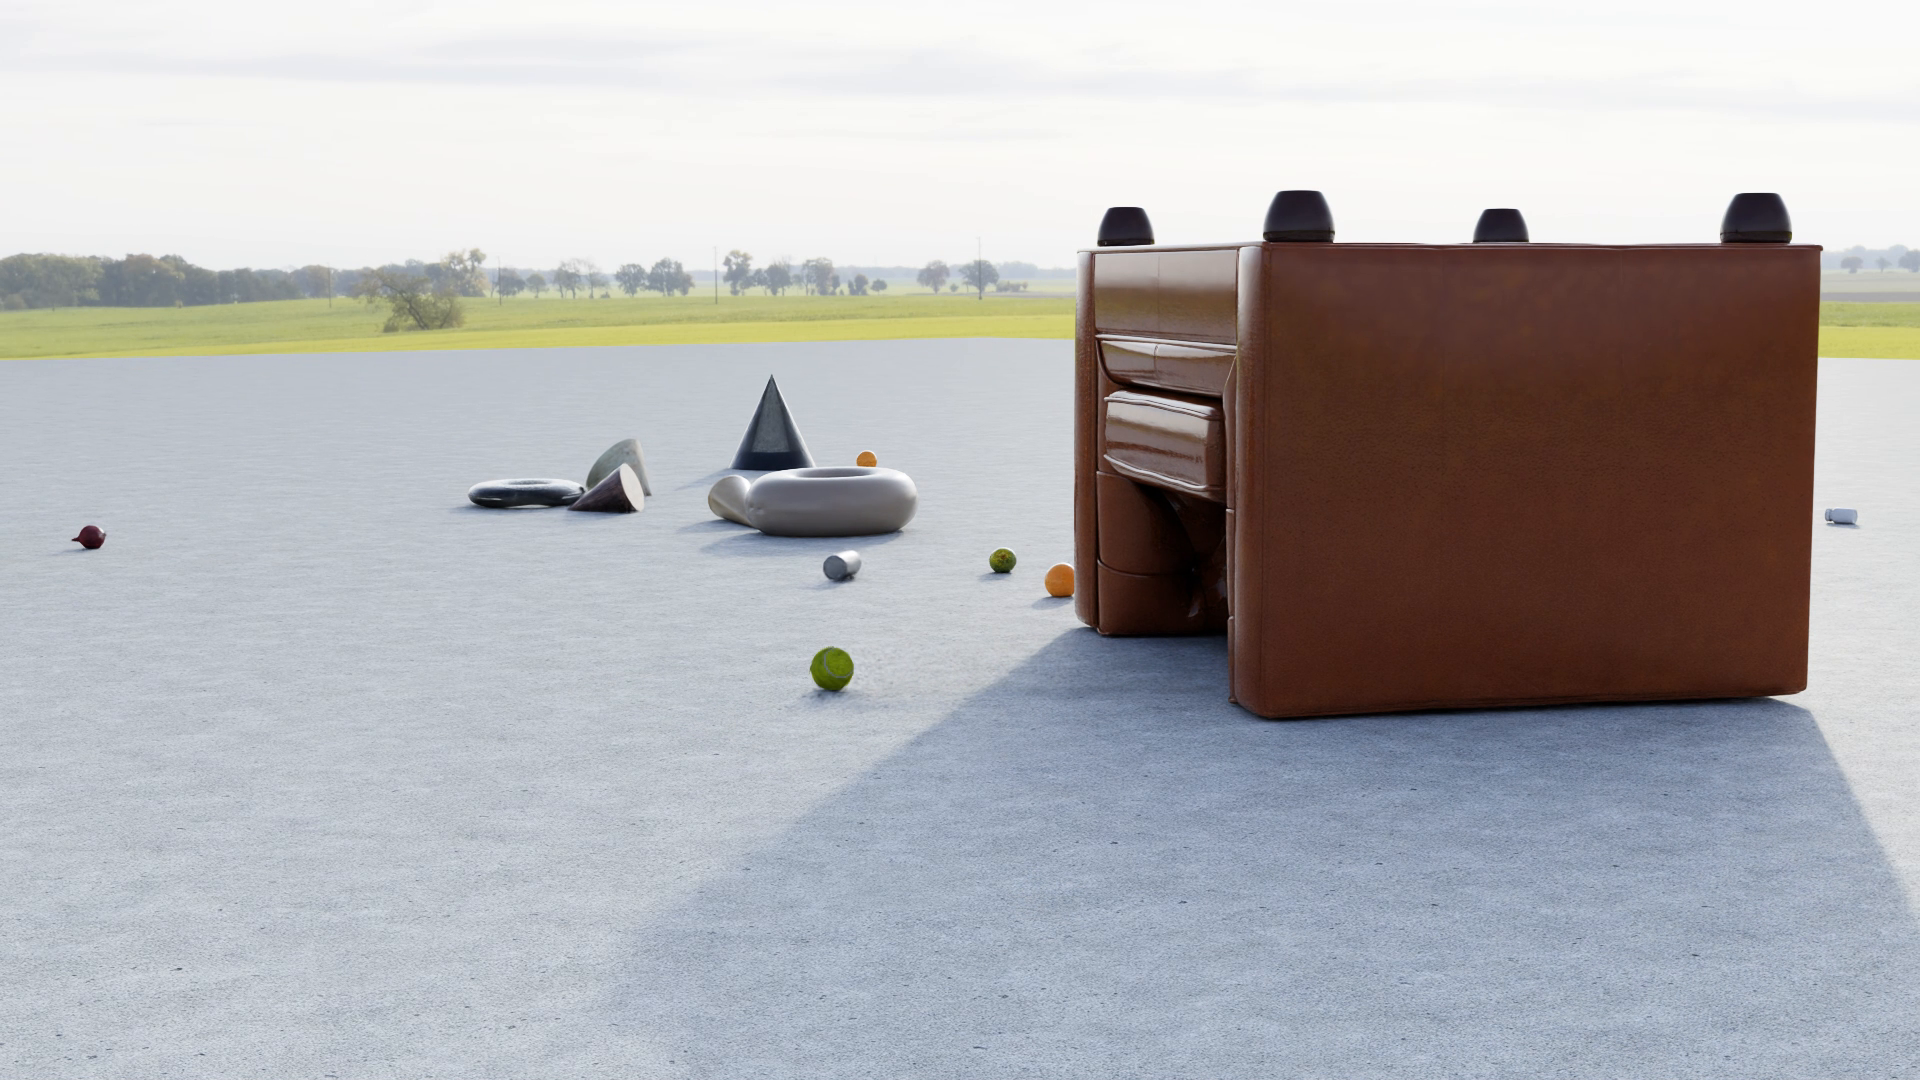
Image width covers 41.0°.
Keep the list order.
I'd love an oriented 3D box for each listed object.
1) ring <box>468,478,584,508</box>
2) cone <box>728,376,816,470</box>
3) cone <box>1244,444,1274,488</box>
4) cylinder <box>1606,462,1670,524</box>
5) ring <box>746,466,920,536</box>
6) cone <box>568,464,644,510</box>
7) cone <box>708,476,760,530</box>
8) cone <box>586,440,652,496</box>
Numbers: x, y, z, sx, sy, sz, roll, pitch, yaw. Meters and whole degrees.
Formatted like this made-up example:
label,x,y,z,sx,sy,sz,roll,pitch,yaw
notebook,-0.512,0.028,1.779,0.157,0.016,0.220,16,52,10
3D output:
label,x,y,z,sx,sy,sz,roll,pitch,yaw
ring,-1.252,-0.135,7.412,0.314,0.066,0.389,3,6,21
cone,-0.646,-0.411,8.826,0.303,0.323,0.326,-2,6,-17
cone,0.936,-0.236,8.011,0.092,0.142,0.074,1,6,6
cylinder,1.824,-0.129,6.891,0.162,0.158,0.132,-4,5,17
ring,-0.329,-0.099,6.631,0.479,0.154,0.385,-6,9,-37
cone,-1.013,-0.116,7.209,0.201,0.140,0.192,-19,-5,8
cone,-0.569,-0.071,6.809,0.128,0.122,0.325,-25,23,-11
cone,-0.983,-0.177,7.715,0.157,0.200,0.262,37,19,17
